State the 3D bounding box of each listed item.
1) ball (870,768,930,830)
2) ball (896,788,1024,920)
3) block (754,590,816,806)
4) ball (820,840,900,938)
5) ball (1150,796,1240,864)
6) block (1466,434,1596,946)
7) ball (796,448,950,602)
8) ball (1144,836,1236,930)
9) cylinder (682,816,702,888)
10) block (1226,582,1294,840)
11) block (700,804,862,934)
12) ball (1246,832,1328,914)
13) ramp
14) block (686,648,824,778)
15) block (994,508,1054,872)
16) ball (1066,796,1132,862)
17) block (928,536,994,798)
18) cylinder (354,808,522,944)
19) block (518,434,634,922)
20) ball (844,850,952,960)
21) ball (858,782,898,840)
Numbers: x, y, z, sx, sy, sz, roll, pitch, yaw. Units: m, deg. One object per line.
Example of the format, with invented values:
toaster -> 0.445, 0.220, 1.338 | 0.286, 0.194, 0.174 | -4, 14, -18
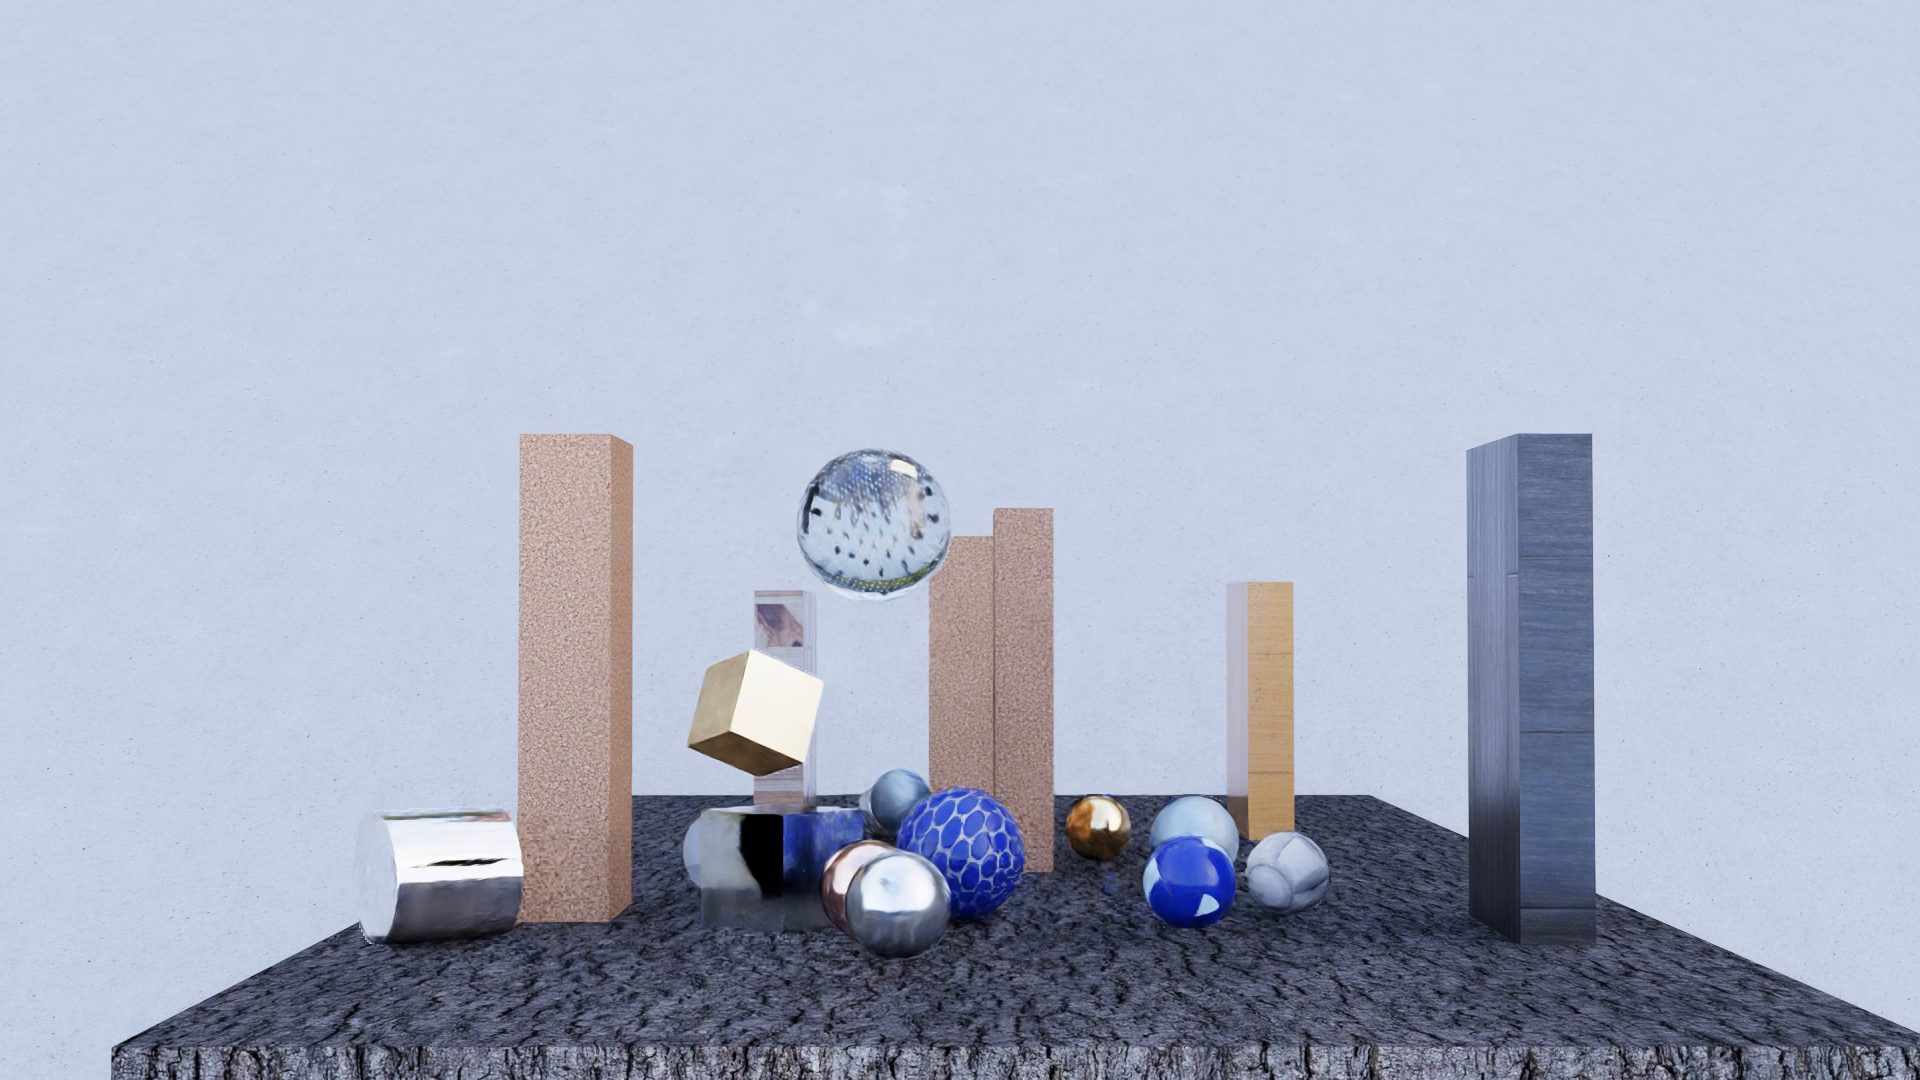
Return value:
ball -> -0.113, 0.491, 4.905 | 0.117, 0.117, 0.117 | 0, 35, 0
ball -> -0.001, 0.486, 4.017 | 0.202, 0.202, 0.202 | 0, 35, 0
block -> -0.315, 0.351, 4.730 | 0.085, 0.514, 0.435 | 0, -2, 0
ball -> -0.131, 0.507, 3.769 | 0.145, 0.145, 0.145 | 0, 35, 0
ball -> 0.408, 0.524, 4.522 | 0.155, 0.155, 0.155 | 0, 35, 0
block -> 0.852, 0.218, 3.896 | 0.108, 0.730, 0.375 | 0, -2, 0
ball -> -0.098, -0.017, 2.930 | 0.175, 0.175, 0.175 | 0, 35, 0
ball -> 0.345, 0.513, 3.896 | 0.140, 0.140, 0.140 | 0, 35, 0
cylinder -> -0.377, 0.529, 4.438 | 0.138, 0.138, 0.138 | 22, 9, 28
block -> 0.653, 0.365, 5.677 | 0.097, 0.541, 0.435 | 0, -2, 0
block -> -0.272, 0.498, 3.964 | 0.174, 0.174, 0.174 | -1, -2, 40
ball -> 0.515, 0.524, 4.085 | 0.130, 0.130, 0.130 | 0, 35, 0
ramp -> 0.077, 0.661, 4.822 | 2.000, 0.100, 4.000 | 0, -2, 0
block -> -0.263, 0.224, 3.338 | 0.113, 0.113, 0.113 | 26, 62, -27
block -> 0.119, 0.280, 4.942 | 0.107, 0.669, 0.327 | 0, -2, 0
ball -> 0.265, 0.552, 4.971 | 0.126, 0.126, 0.126 | 0, 35, 0
block -> 0.005, 0.318, 5.850 | 0.146, 0.646, 0.276 | 0, -2, 0
cylinder -> -0.752, 0.482, 3.740 | 0.186, 0.186, 0.186 | 1, 30, -32
block -> -0.608, 0.215, 4.123 | 0.141, 0.749, 0.271 | 0, -2, 0
ball -> -0.085, 0.499, 3.556 | 0.148, 0.148, 0.148 | 0, 35, 0
ball -> -0.147, 0.563, 5.428 | 0.132, 0.132, 0.132 | 0, 35, 0
